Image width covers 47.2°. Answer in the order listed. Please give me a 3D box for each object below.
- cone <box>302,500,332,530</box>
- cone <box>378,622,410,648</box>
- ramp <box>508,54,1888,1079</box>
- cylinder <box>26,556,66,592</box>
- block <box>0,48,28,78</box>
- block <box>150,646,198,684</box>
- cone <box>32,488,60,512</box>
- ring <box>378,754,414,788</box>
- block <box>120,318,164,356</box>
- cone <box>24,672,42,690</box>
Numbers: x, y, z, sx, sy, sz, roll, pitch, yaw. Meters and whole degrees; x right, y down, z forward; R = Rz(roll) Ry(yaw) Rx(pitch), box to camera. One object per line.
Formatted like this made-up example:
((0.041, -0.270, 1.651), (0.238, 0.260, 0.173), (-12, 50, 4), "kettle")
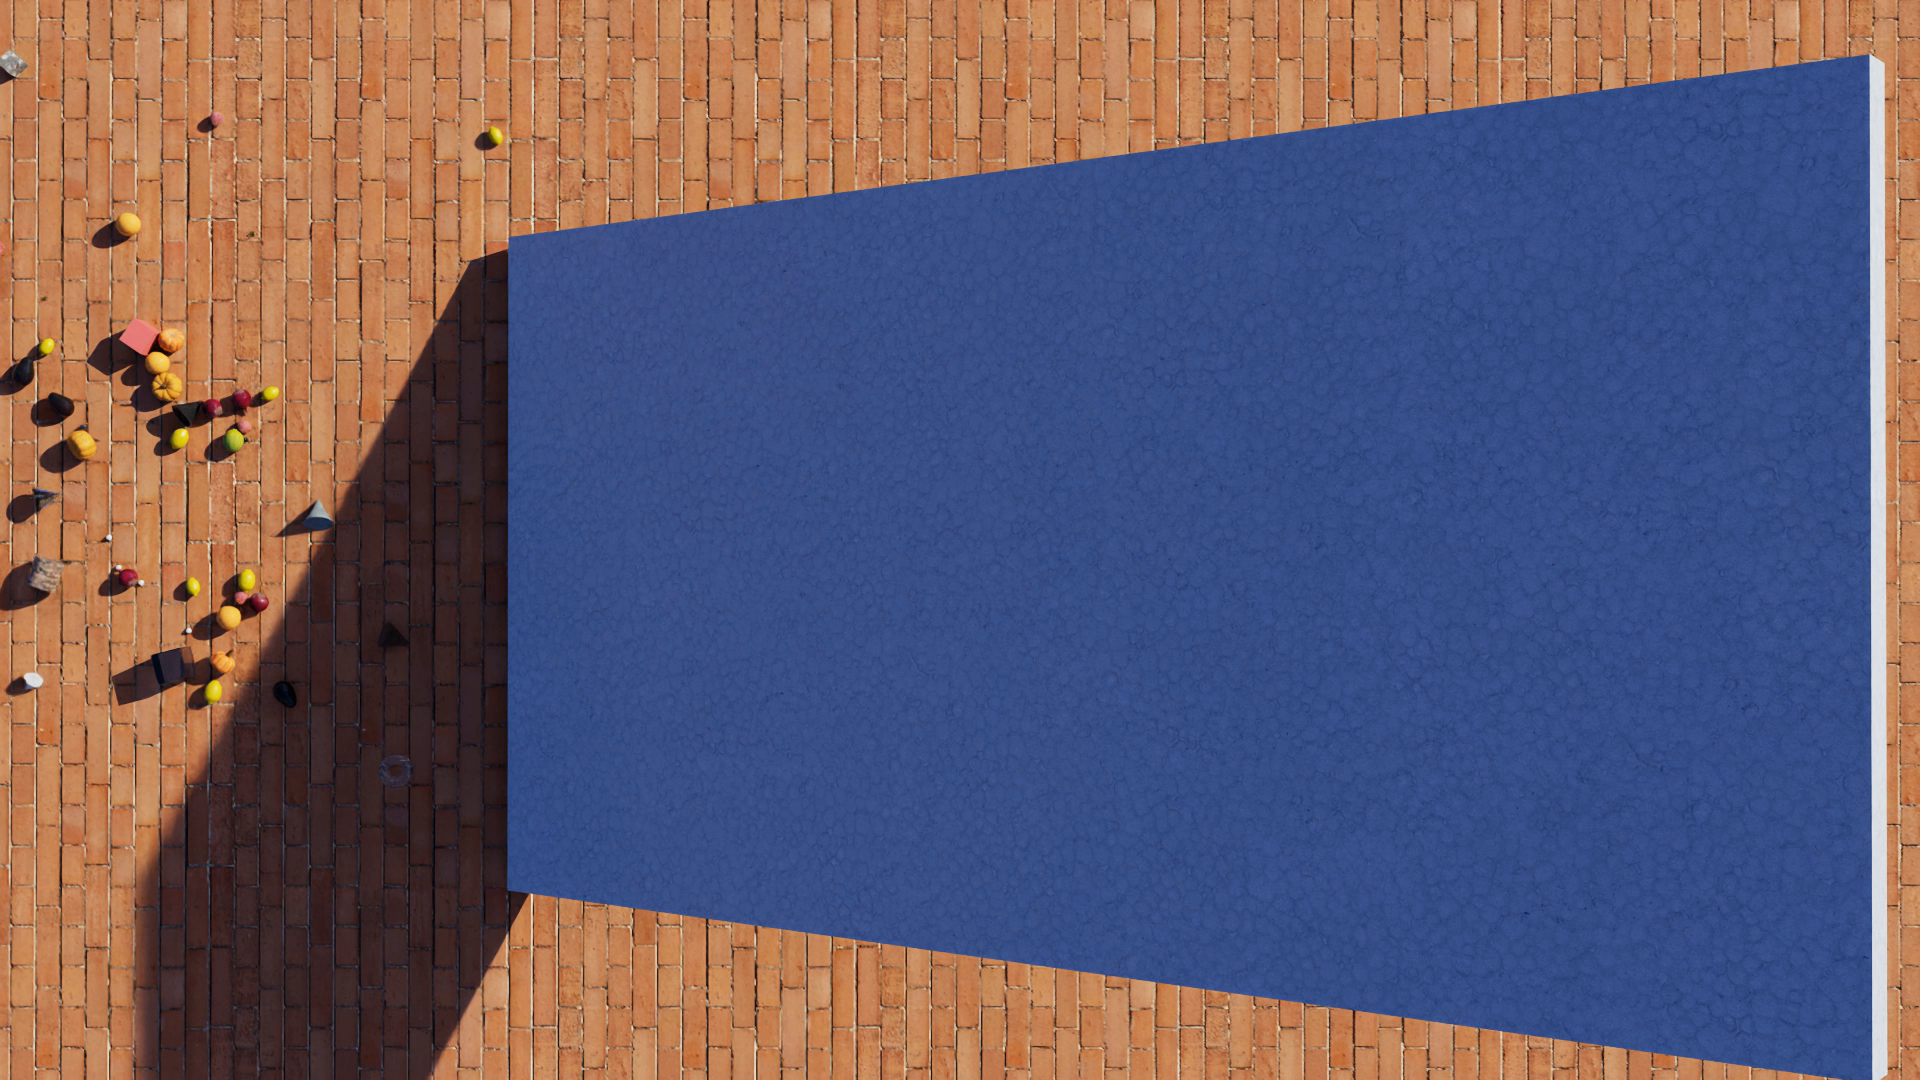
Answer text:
((-1.983, -0.089, 6.792), (0.088, 0.088, 0.088), (-6, 61, 0), "cone")
((-1.738, 0.306, 6.789), (0.086, 0.086, 0.086), (23, 90, -26), "cone")
((0.224, 0.064, 5.540), (4.000, 0.100, 2.000), (0, 90, 38), "ramp")
((-2.812, 0.104, 6.765), (0.090, 0.090, 0.090), (20, 90, 0), "cylinder")
((-2.926, -1.473, 6.794), (0.054, 0.054, 0.054), (44, 90, 0), "block")
((-2.415, 0.385, 6.762), (0.093, 0.093, 0.093), (-14, 90, 0), "block")
((-2.817, -0.134, 6.794), (0.080, 0.080, 0.080), (-16, 90, -27), "cone")
((-1.741, 0.712, 6.788), (0.109, 0.036, 0.109), (0, 89, 1), "ring")
((-2.519, -0.625, 6.775), (0.080, 0.080, 0.080), (34, 90, 0), "block")
((-2.876, 0.448, 6.795), (0.056, 0.056, 0.056), (46, 116, 0), "cone")
